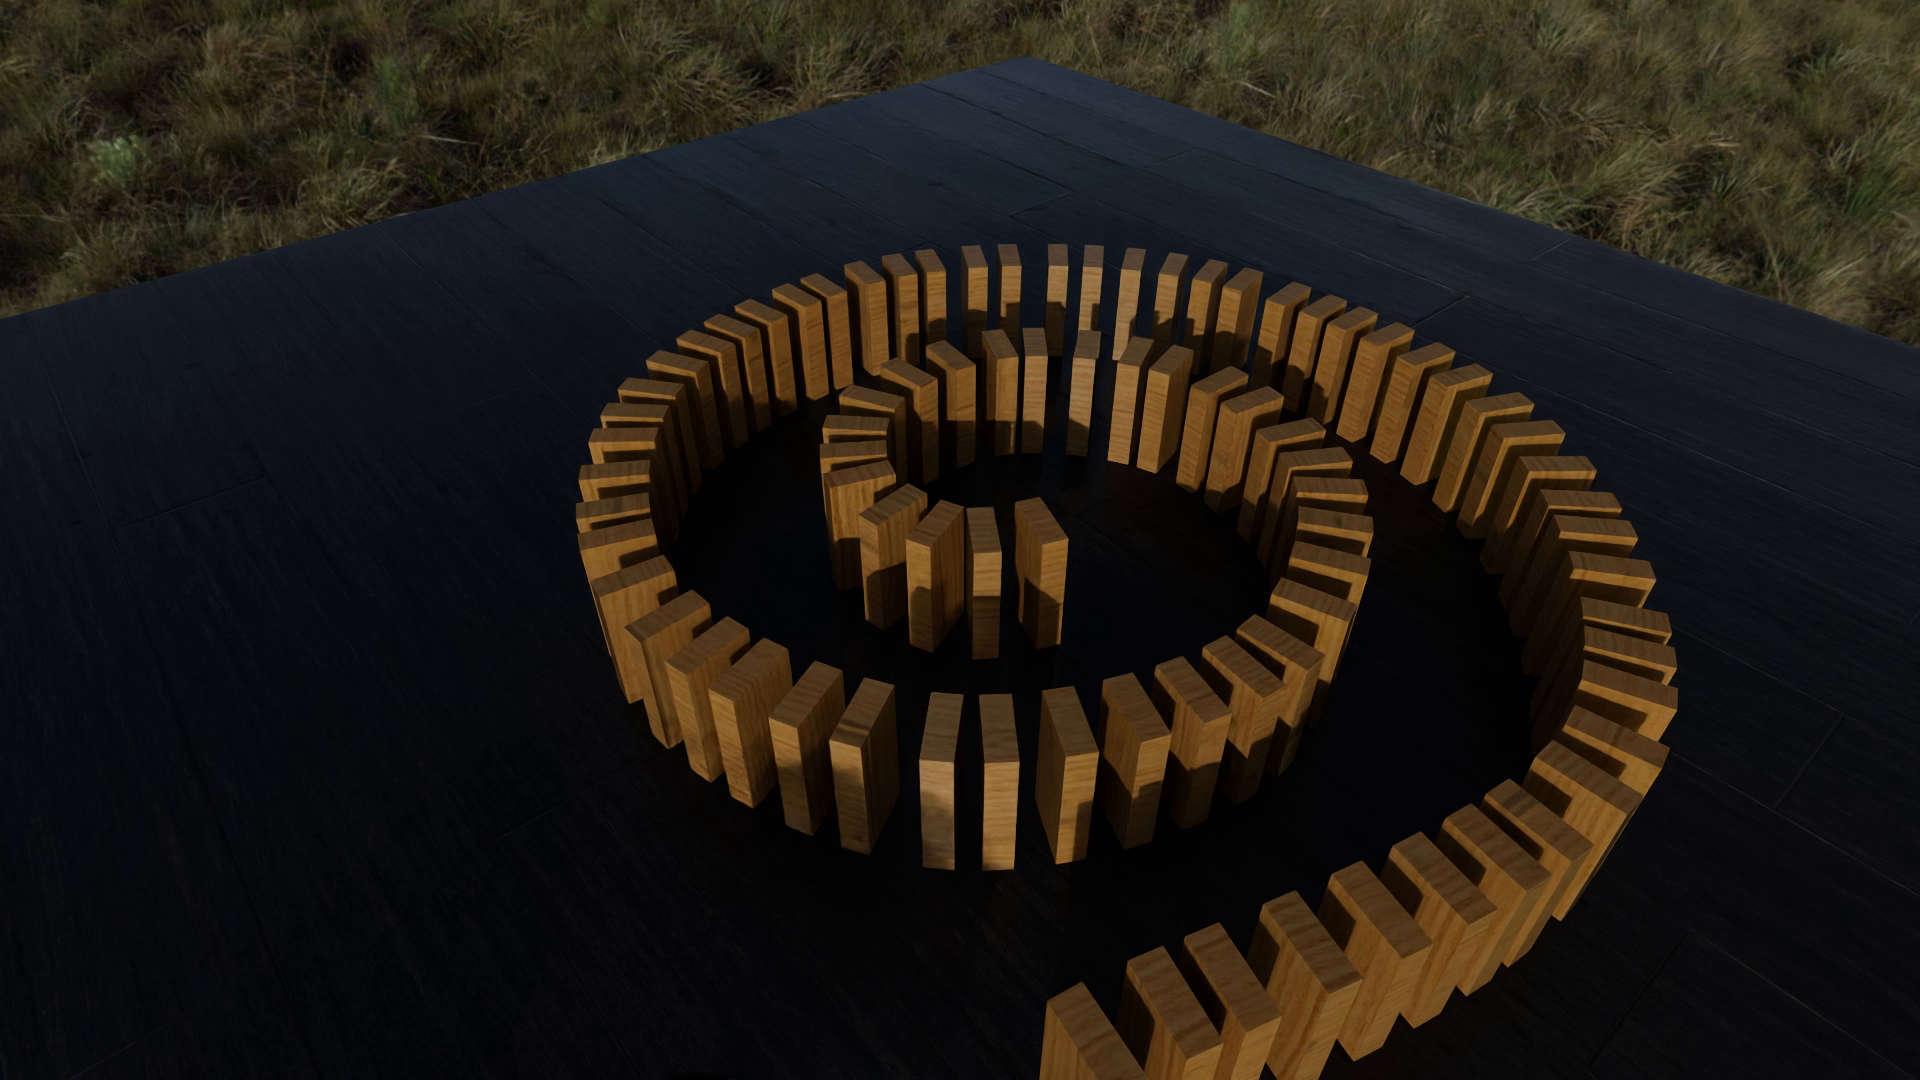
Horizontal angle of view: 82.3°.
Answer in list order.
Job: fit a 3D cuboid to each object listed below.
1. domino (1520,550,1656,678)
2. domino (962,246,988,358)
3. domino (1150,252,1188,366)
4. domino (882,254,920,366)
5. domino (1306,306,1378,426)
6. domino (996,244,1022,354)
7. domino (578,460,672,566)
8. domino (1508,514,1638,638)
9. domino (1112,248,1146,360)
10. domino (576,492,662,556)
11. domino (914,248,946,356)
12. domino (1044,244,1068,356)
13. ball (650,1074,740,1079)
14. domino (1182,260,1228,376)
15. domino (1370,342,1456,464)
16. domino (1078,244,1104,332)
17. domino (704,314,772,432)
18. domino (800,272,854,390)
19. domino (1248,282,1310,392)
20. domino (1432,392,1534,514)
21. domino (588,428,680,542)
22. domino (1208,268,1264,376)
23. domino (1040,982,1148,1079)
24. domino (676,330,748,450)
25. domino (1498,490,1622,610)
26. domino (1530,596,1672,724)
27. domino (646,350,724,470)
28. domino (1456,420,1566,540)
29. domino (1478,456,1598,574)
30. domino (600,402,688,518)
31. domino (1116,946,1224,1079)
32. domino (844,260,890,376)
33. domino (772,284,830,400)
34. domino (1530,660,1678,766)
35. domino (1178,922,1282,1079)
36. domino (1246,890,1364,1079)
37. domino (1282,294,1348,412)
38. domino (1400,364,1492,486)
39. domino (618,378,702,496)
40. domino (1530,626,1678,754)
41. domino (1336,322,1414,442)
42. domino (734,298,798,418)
[{"bbox_3d":[0.215,0.028,0.378,0.025,0.050,0.009,8,40,10],"label":"domino"},{"bbox_3d":[0.007,-0.121,0.559,0.009,0.050,0.025,-5,40,-6],"label":"domino"},{"bbox_3d":[0.104,-0.115,0.552,0.009,0.050,0.025,13,41,15],"label":"domino"},{"bbox_3d":[-0.030,-0.115,0.552,0.010,0.050,0.025,-14,41,-17],"label":"domino"},{"bbox_3d":[0.177,-0.080,0.509,0.025,0.050,0.010,-28,47,-30],"label":"domino"},{"bbox_3d":[0.024,-0.122,0.560,0.009,0.050,0.025,-2,39,-3],"label":"domino"},{"bbox_3d":[-0.127,-0.006,0.419,0.025,0.050,0.009,-6,40,-7],"label":"domino"},{"bbox_3d":[0.218,0.015,0.394,0.025,0.050,0.009,5,40,6],"label":"domino"},{"bbox_3d":[0.086,-0.119,0.556,0.009,0.050,0.025,8,40,10],"label":"domino"},{"bbox_3d":[-0.122,0.007,0.403,0.025,0.050,0.010,-10,40,-12],"label":"domino"},{"bbox_3d":[-0.015,-0.118,0.555,0.010,0.050,0.025,-10,40,-12],"label":"domino"},{"bbox_3d":[0.049,-0.122,0.560,0.009,0.050,0.025,2,39,2],"label":"domino"},{"bbox_3d":[-0.055,0.146,0.209,0.080,0.080,0.080,0,39,0],"label":"ball"},{"bbox_3d":[0.121,-0.111,0.546,0.010,0.050,0.025,19,43,22],"label":"domino"},{"bbox_3d":[0.199,-0.060,0.485,0.025,0.050,0.010,-20,43,-23],"label":"domino"},{"bbox_3d":[0.066,-0.121,0.559,0.009,0.050,0.025,5,40,6],"label":"domino"},{"bbox_3d":[-0.101,-0.076,0.504,0.025,0.050,0.010,24,45,27],"label":"domino"},{"bbox_3d":[-0.064,-0.101,0.535,0.009,0.050,0.025,-27,47,-29],"label":"domino"},{"bbox_3d":[0.153,-0.096,0.528,0.010,0.050,0.025,30,48,31],"label":"domino"},{"bbox_3d":[0.216,-0.036,0.455,0.025,0.050,0.010,-10,40,-12],"label":"domino"},{"bbox_3d":[-0.129,-0.021,0.437,0.025,0.050,0.010,-1,39,-1],"label":"domino"},{"bbox_3d":[0.135,-0.105,0.540,0.010,0.050,0.025,24,45,27],"label":"domino"},{"bbox_3d":[0.030,0.128,0.255,0.009,0.050,0.025,-19,43,-22],"label":"domino"},{"bbox_3d":[-0.111,-0.067,0.493,0.025,0.050,0.009,21,44,23],"label":"domino"},{"bbox_3d":[0.220,0.005,0.406,0.025,0.050,0.009,3,39,4],"label":"domino"},{"bbox_3d":[0.208,0.043,0.359,0.025,0.050,0.010,12,41,14],"label":"domino"},{"bbox_3d":[-0.119,-0.056,0.480,0.025,0.050,0.009,15,42,18],"label":"domino"},{"bbox_3d":[0.219,-0.024,0.440,0.025,0.050,0.009,-5,40,-6],"label":"domino"},{"bbox_3d":[0.221,-0.009,0.422,0.025,0.050,0.009,0,39,0],"label":"domino"},{"bbox_3d":[-0.128,-0.032,0.450,0.025,0.050,0.009,3,39,3],"label":"domino"},{"bbox_3d":[0.048,0.122,0.262,0.010,0.050,0.025,-15,42,-18],"label":"domino"},{"bbox_3d":[-0.046,-0.110,0.545,0.010,0.050,0.025,-21,44,-24],"label":"domino"},{"bbox_3d":[-0.076,-0.095,0.527,0.009,0.050,0.025,-31,49,-32],"label":"domino"},{"bbox_3d":[0.195,0.061,0.337,0.025,0.050,0.010,19,43,21],"label":"domino"},{"bbox_3d":[0.062,0.119,0.267,0.010,0.050,0.025,-15,42,-18],"label":"domino"},{"bbox_3d":[0.082,0.113,0.273,0.010,0.050,0.025,-15,42,-18],"label":"domino"},{"bbox_3d":[0.166,-0.088,0.518,0.025,0.050,0.009,-31,48,-32],"label":"domino"},{"bbox_3d":[0.208,-0.049,0.471,0.025,0.050,0.009,-16,42,-19],"label":"domino"},{"bbox_3d":[-0.126,-0.043,0.464,0.025,0.050,0.010,8,40,9],"label":"domino"},{"bbox_3d":[0.203,0.052,0.349,0.025,0.050,0.009,15,42,17],"label":"domino"},{"bbox_3d":[0.188,-0.071,0.498,0.025,0.050,0.010,-24,45,-27],"label":"domino"},{"bbox_3d":[-0.091,-0.085,0.515,0.025,0.050,0.009,28,47,30],"label":"domino"}]
